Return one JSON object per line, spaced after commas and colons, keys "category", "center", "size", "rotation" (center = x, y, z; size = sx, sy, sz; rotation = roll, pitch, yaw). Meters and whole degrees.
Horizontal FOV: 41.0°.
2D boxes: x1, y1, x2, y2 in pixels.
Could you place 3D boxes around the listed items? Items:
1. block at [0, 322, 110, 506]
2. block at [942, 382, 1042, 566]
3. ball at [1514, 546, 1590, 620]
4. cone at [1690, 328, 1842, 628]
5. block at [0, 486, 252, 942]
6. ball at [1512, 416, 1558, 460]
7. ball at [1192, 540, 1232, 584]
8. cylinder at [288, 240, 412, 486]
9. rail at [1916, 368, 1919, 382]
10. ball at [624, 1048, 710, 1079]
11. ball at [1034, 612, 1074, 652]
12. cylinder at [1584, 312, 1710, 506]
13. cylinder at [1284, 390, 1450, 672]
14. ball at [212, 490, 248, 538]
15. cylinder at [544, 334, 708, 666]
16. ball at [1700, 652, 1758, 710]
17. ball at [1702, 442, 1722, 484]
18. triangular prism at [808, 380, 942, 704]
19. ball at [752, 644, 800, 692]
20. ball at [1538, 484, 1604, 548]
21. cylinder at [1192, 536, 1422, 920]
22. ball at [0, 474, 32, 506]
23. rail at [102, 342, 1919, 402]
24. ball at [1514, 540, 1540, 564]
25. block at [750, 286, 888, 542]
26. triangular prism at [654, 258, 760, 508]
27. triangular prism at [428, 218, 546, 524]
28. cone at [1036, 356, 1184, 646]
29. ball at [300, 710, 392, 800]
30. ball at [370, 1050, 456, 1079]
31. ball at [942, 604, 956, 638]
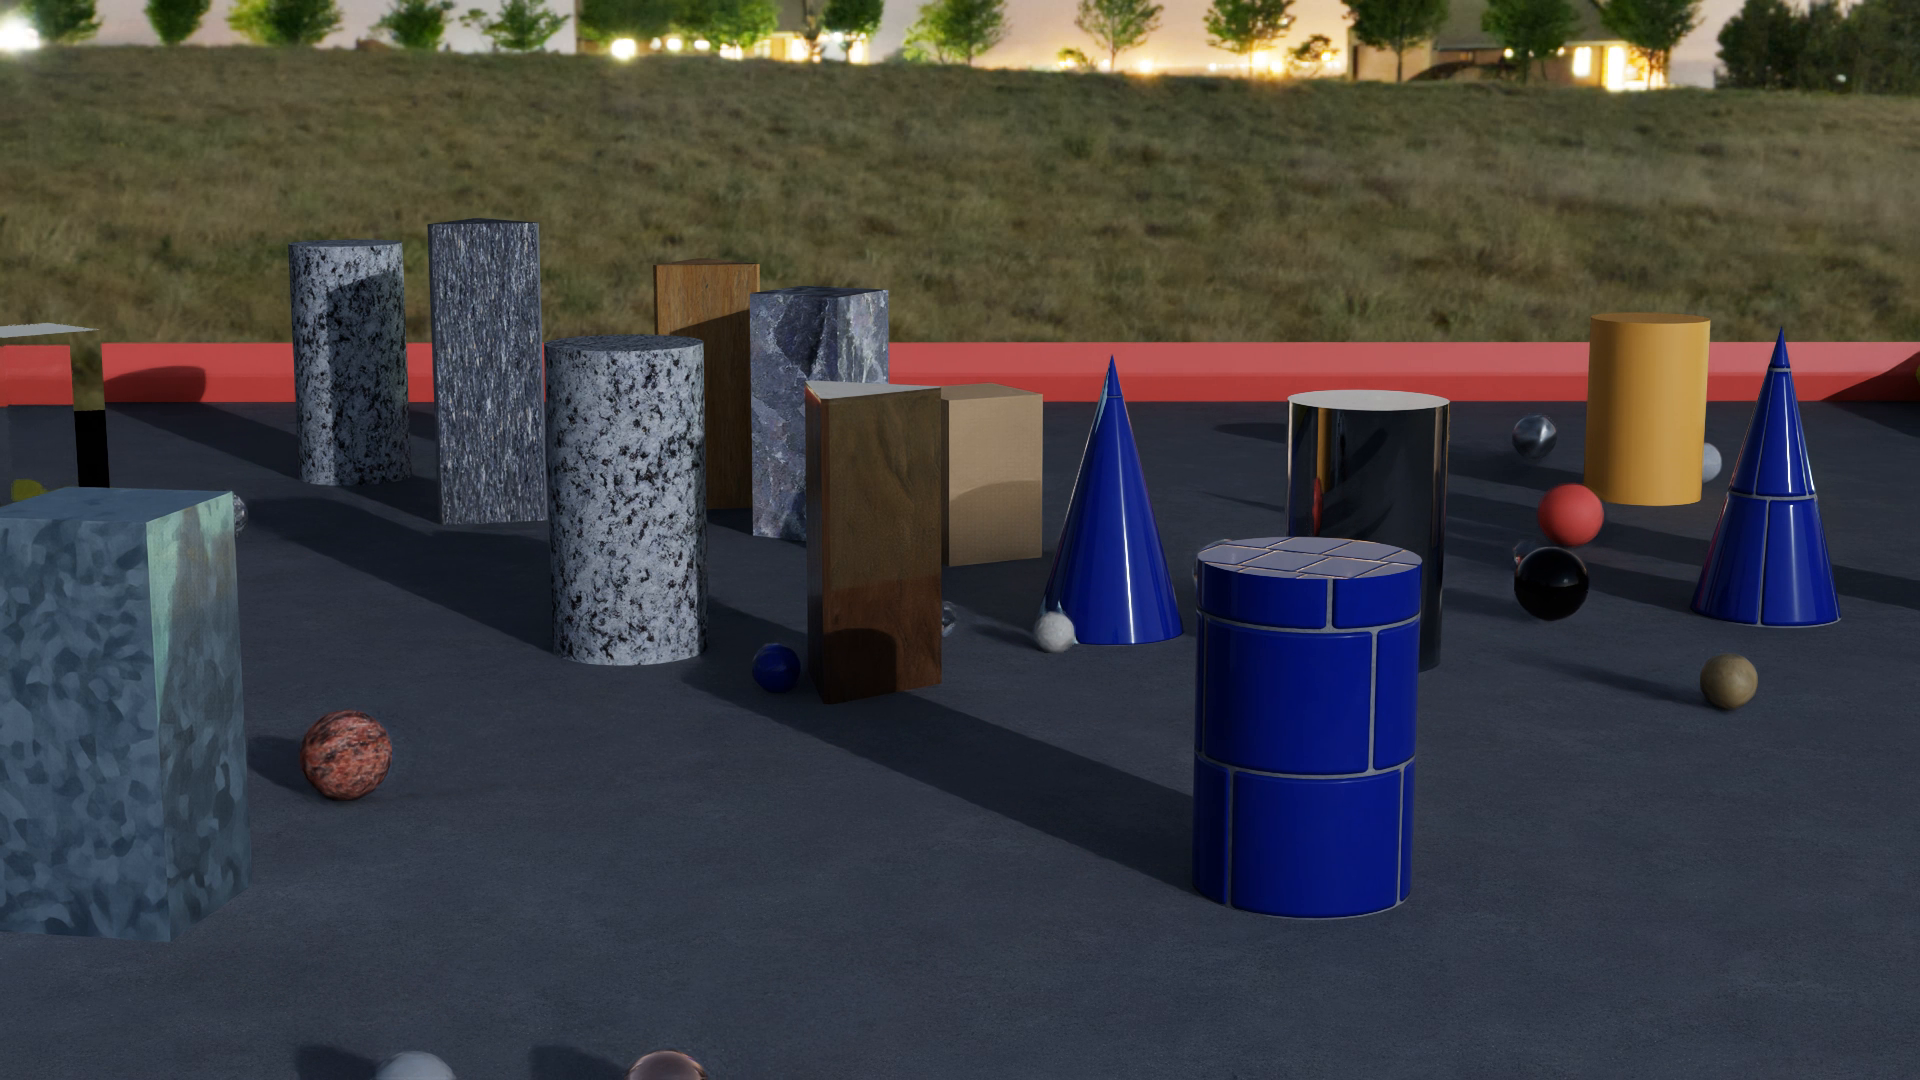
{"category": "block", "center": [-1.424, -0.159, 3.943], "size": [0.157, 0.327, 0.157], "rotation": [9, 14, 41]}
{"category": "block", "center": [0.017, -0.101, 3.851], "size": [0.157, 0.246, 0.157], "rotation": [-6, 12, -28]}
{"category": "ball", "center": [0.783, 0.058, 3.400], "size": [0.098, 0.098, 0.098], "rotation": [0, 11, 0]}
{"category": "cone", "center": [1.084, -0.093, 3.420], "size": [0.196, 0.388, 0.196], "rotation": [0, 11, 0]}
{"category": "block", "center": [-0.727, 0.145, 2.214], "size": [0.157, 0.358, 0.157], "rotation": [2, 11, 10]}
{"category": "ball", "center": [1.072, -0.191, 4.788], "size": [0.082, 0.082, 0.082], "rotation": [0, 11, 0]}
{"category": "ball", "center": [0.362, 0.045, 3.491], "size": [0.091, 0.091, 0.091], "rotation": [0, 11, 0]}
{"category": "cylinder", "center": [-1.081, -0.318, 4.552], "size": [0.196, 0.417, 0.196], "rotation": [0, 11, 0]}
{"category": "rail", "center": [2.110, 0.031, 3.461], "size": [0.045, 0.127, 4.385], "rotation": [0, 11, 0]}
{"category": "ball", "center": [-0.201, 0.380, 1.757], "size": [0.063, 0.063, 0.063], "rotation": [0, 11, 0]}
{"category": "ball", "center": [0.118, 0.115, 3.217], "size": [0.052, 0.052, 0.052], "rotation": [0, 11, 0]}
{"category": "cylinder", "center": [1.166, -0.225, 4.359], "size": [0.196, 0.305, 0.196], "rotation": [0, 11, 0]}
{"category": "cylinder", "center": [0.498, -0.012, 3.159], "size": [0.196, 0.323, 0.196], "rotation": [0, 11, 0]}
{"category": "ball", "center": [-1.141, -0.038, 3.963], "size": [0.081, 0.081, 0.081], "rotation": [0, 11, 0]}
{"category": "cylinder", "center": [-0.416, -0.054, 3.211], "size": [0.196, 0.387, 0.196], "rotation": [0, 11, 0]}
{"category": "ball", "center": [0.880, 0.161, 2.934], "size": [0.065, 0.065, 0.065], "rotation": [0, 11, 0]}
{"category": "ball", "center": [1.300, -0.135, 4.507], "size": [0.074, 0.074, 0.074], "rotation": [0, 11, 0]}
{"category": "triangular prism", "center": [-0.134, -0.005, 3.034], "size": [0.170, 0.355, 0.147], "rotation": [-9, 14, -39]}
{"category": "ball", "center": [-0.216, 0.150, 3.013], "size": [0.057, 0.057, 0.057], "rotation": [0, 11, 0]}
{"category": "ball", "center": [0.933, -0.037, 3.916], "size": [0.097, 0.097, 0.097], "rotation": [0, 11, 0]}
{"category": "cylinder", "center": [0.307, 0.162, 2.282], "size": [0.196, 0.300, 0.196], "rotation": [0, 11, 0]}
{"category": "ball", "center": [-1.521, -0.061, 4.080], "size": [0.084, 0.084, 0.084], "rotation": [0, 11, 0]}
{"category": "rail", "center": [-0.012, -0.363, 5.581], "size": [4.268, 0.127, 0.045], "rotation": [0, 11, 0]}
{"category": "ball", "center": [0.830, 0.021, 3.753], "size": [0.041, 0.041, 0.041], "rotation": [0, 11, 0]}
{"category": "block", "center": [-0.218, -0.199, 4.014], "size": [0.157, 0.379, 0.157], "rotation": [6, 12, 28]}
{"category": "triangular prism", "center": [-0.425, -0.264, 4.297], "size": [0.170, 0.404, 0.147], "rotation": [-2, 11, -8]}
{"category": "triangular prism", "center": [-0.770, -0.277, 4.161], "size": [0.170, 0.479, 0.147], "rotation": [-3, 11, -14]}
{"category": "cone", "center": [0.195, -0.061, 3.321], "size": [0.196, 0.361, 0.196], "rotation": [0, 11, 0]}
{"category": "ball", "center": [-0.615, 0.215, 2.573], "size": [0.090, 0.090, 0.090], "rotation": [0, 11, 0]}
{"category": "ball", "center": [-0.374, 0.381, 1.755], "size": [0.062, 0.062, 0.062], "rotation": [0, 11, 0]}
{"category": "ball", "center": [-0.028, 0.104, 3.299], "size": [0.045, 0.045, 0.045], "rotation": [0, 11, 0]}
